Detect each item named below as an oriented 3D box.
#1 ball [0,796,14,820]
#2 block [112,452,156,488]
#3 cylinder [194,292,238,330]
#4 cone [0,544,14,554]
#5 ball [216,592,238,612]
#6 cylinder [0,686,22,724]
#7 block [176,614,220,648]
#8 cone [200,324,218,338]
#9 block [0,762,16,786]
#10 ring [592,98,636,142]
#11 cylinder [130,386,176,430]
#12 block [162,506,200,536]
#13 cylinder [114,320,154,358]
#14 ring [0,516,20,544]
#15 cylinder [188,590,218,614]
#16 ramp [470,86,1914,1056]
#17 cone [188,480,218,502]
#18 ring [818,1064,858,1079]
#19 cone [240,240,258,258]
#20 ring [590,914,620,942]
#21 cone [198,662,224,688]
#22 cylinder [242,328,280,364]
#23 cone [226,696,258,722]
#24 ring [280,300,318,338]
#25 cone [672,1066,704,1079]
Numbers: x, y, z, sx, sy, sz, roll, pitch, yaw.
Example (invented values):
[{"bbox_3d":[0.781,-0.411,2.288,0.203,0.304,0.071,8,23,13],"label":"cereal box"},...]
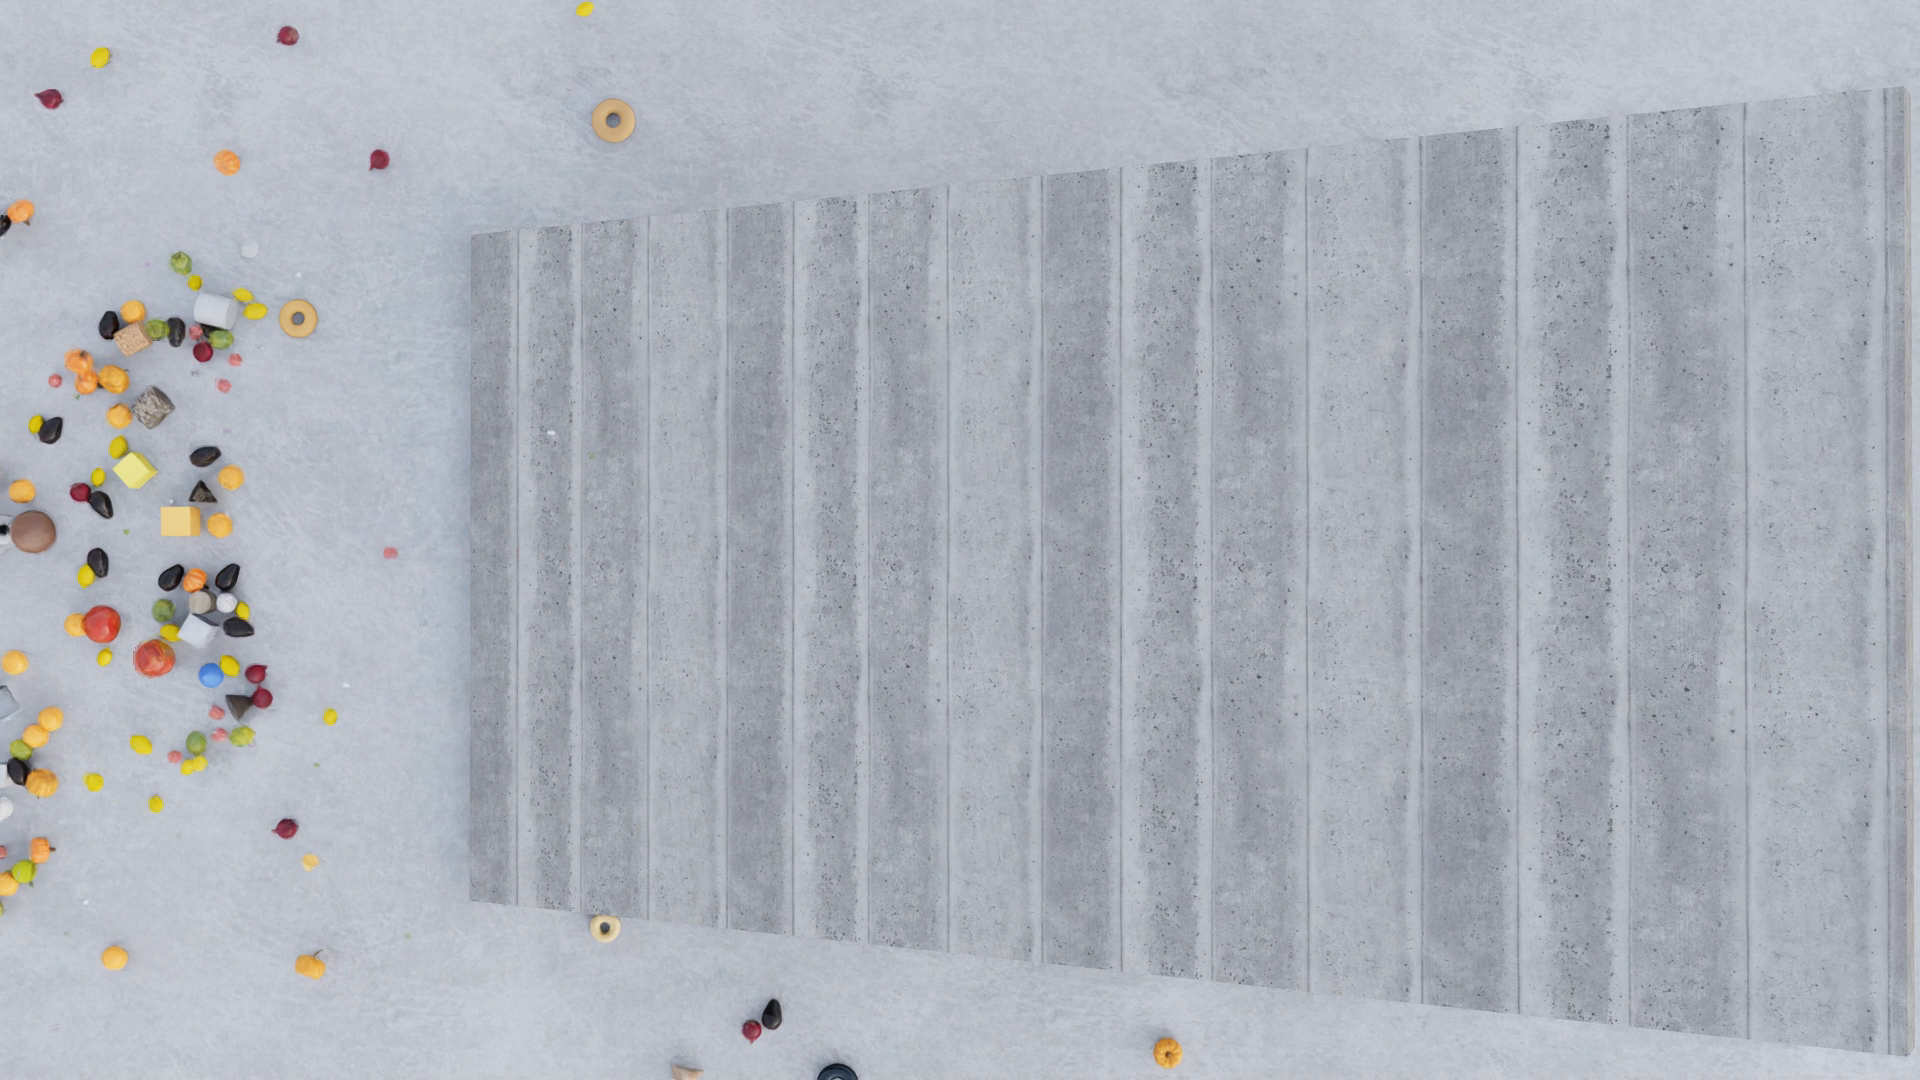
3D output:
[{"bbox_3d":[-2.902,0.811,6.647,0.075,0.075,0.075,0,89,0],"label":"ball"},{"bbox_3d":[-2.496,-0.211,6.656,0.077,0.077,0.077,-42,90,0],"label":"block"},{"bbox_3d":[-2.250,-0.694,6.651,0.097,0.097,0.097,12,89,0],"label":"cylinder"},{"bbox_3d":[-2.913,0.020,6.672,0.092,0.092,0.092,-10,89,-27],"label":"cone"},{"bbox_3d":[-2.221,0.189,6.659,0.063,0.063,0.063,0,89,0],"label":"ball"},{"bbox_3d":[-2.899,0.499,6.644,0.088,0.088,0.088,-34,87,0],"label":"cylinder"},{"bbox_3d":[-2.303,0.274,6.651,0.077,0.077,0.077,31,90,0],"label":"block"},{"bbox_3d":[-2.272,-0.644,6.686,0.053,0.053,0.053,-28,89,-27],"label":"cone"},{"bbox_3d":[-2.908,0.708,6.653,0.066,0.066,0.066,4,89,0],"label":"block"},{"bbox_3d":[-1.053,-1.275,6.682,0.134,0.045,0.134,0,89,1],"label":"ring"},{"bbox_3d":[-2.441,-0.399,6.650,0.093,0.093,0.093,-42,90,0],"label":"cylinder"},{"bbox_3d":[-2.356,-0.055,6.649,0.087,0.087,0.087,-1,89,0],"label":"block"},{"bbox_3d":[-2.502,-0.609,6.657,0.082,0.082,0.082,-33,90,11],"label":"cylinder"},{"bbox_3d":[-2.894,-0.031,6.658,0.094,0.031,0.094,15,63,-32],"label":"ring"},{"bbox_3d":[-2.290,0.189,6.656,0.069,0.069,0.069,0,89,0],"label":"cylinder"},{"bbox_3d":[0.265,0.073,5.611,4.000,0.100,2.000,0,89,31],"label":"ramp"},{"bbox_3d":[-2.287,-0.132,6.676,0.076,0.076,0.076,31,89,-26],"label":"cone"},{"bbox_3d":[-0.370,1.650,6.656,0.131,0.044,0.131,0,90,1],"label":"ring"},{"bbox_3d":[-2.167,-0.889,6.672,0.057,0.057,0.057,0,89,0],"label":"cone"},{"bbox_3d":[-1.076,1.173,6.666,0.094,0.031,0.094,0,91,0],"label":"ring"},{"bbox_3d":[-2.277,0.411,6.650,0.077,0.077,0.077,0,89,0],"label":"cone"},{"bbox_3d":[-2.121,-0.586,6.688,0.096,0.096,0.096,0,85,-3],"label":"cylinder"},{"bbox_3d":[-2.167,0.493,6.668,0.086,0.086,0.086,-24,89,-28],"label":"cone"},{"bbox_3d":[-2.010,-0.673,6.679,0.117,0.039,0.117,0,91,0],"label":"ring"},{"bbox_3d":[-0.815,1.619,6.658,0.087,0.087,0.087,-12,89,-27],"label":"cone"}]
